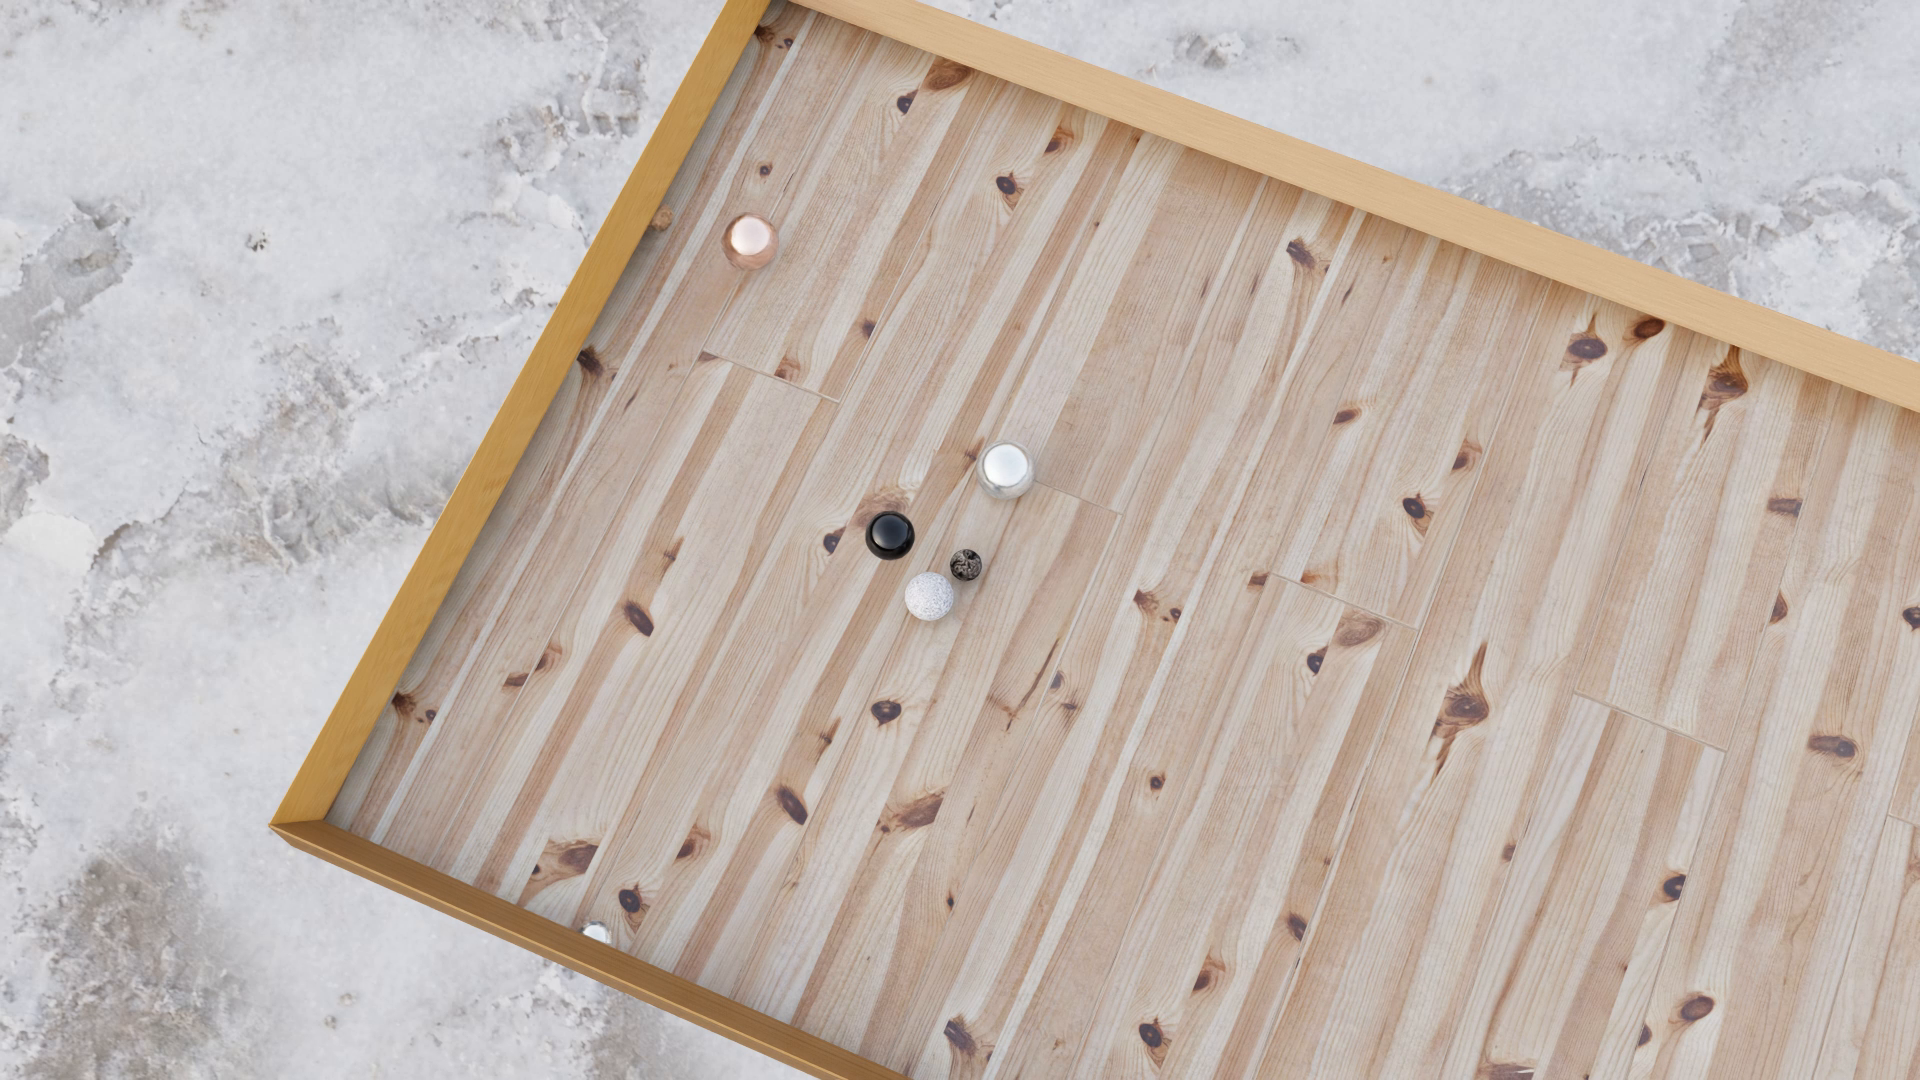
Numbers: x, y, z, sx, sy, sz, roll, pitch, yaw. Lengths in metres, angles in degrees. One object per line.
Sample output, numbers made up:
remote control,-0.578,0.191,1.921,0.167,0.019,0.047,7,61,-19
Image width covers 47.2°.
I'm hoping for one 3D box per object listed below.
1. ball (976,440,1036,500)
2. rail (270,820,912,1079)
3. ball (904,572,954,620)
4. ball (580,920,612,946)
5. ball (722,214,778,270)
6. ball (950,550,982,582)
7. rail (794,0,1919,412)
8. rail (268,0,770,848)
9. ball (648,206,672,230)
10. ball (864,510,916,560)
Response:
ball,0.073,-0.112,3.506,0.096,0.096,0.096,0,68,0
rail,0.357,0.962,3.066,2.960,0.125,0.045,22,70,8
ball,-0.048,0.088,3.438,0.077,0.077,0.077,0,68,0
ball,-0.540,0.589,3.254,0.051,0.051,0.051,0,68,0
ball,-0.350,-0.496,3.660,0.092,0.092,0.092,0,68,0
ball,0.009,0.040,3.471,0.051,0.051,0.051,0,68,0
rail,1.004,-0.442,3.620,2.960,0.125,0.045,22,70,8
rail,-0.658,-0.274,3.553,0.045,0.125,1.690,22,70,8
ball,-0.505,-0.543,3.705,0.042,0.042,0.042,0,68,0
ball,-0.111,-0.007,3.474,0.080,0.080,0.080,0,68,0
